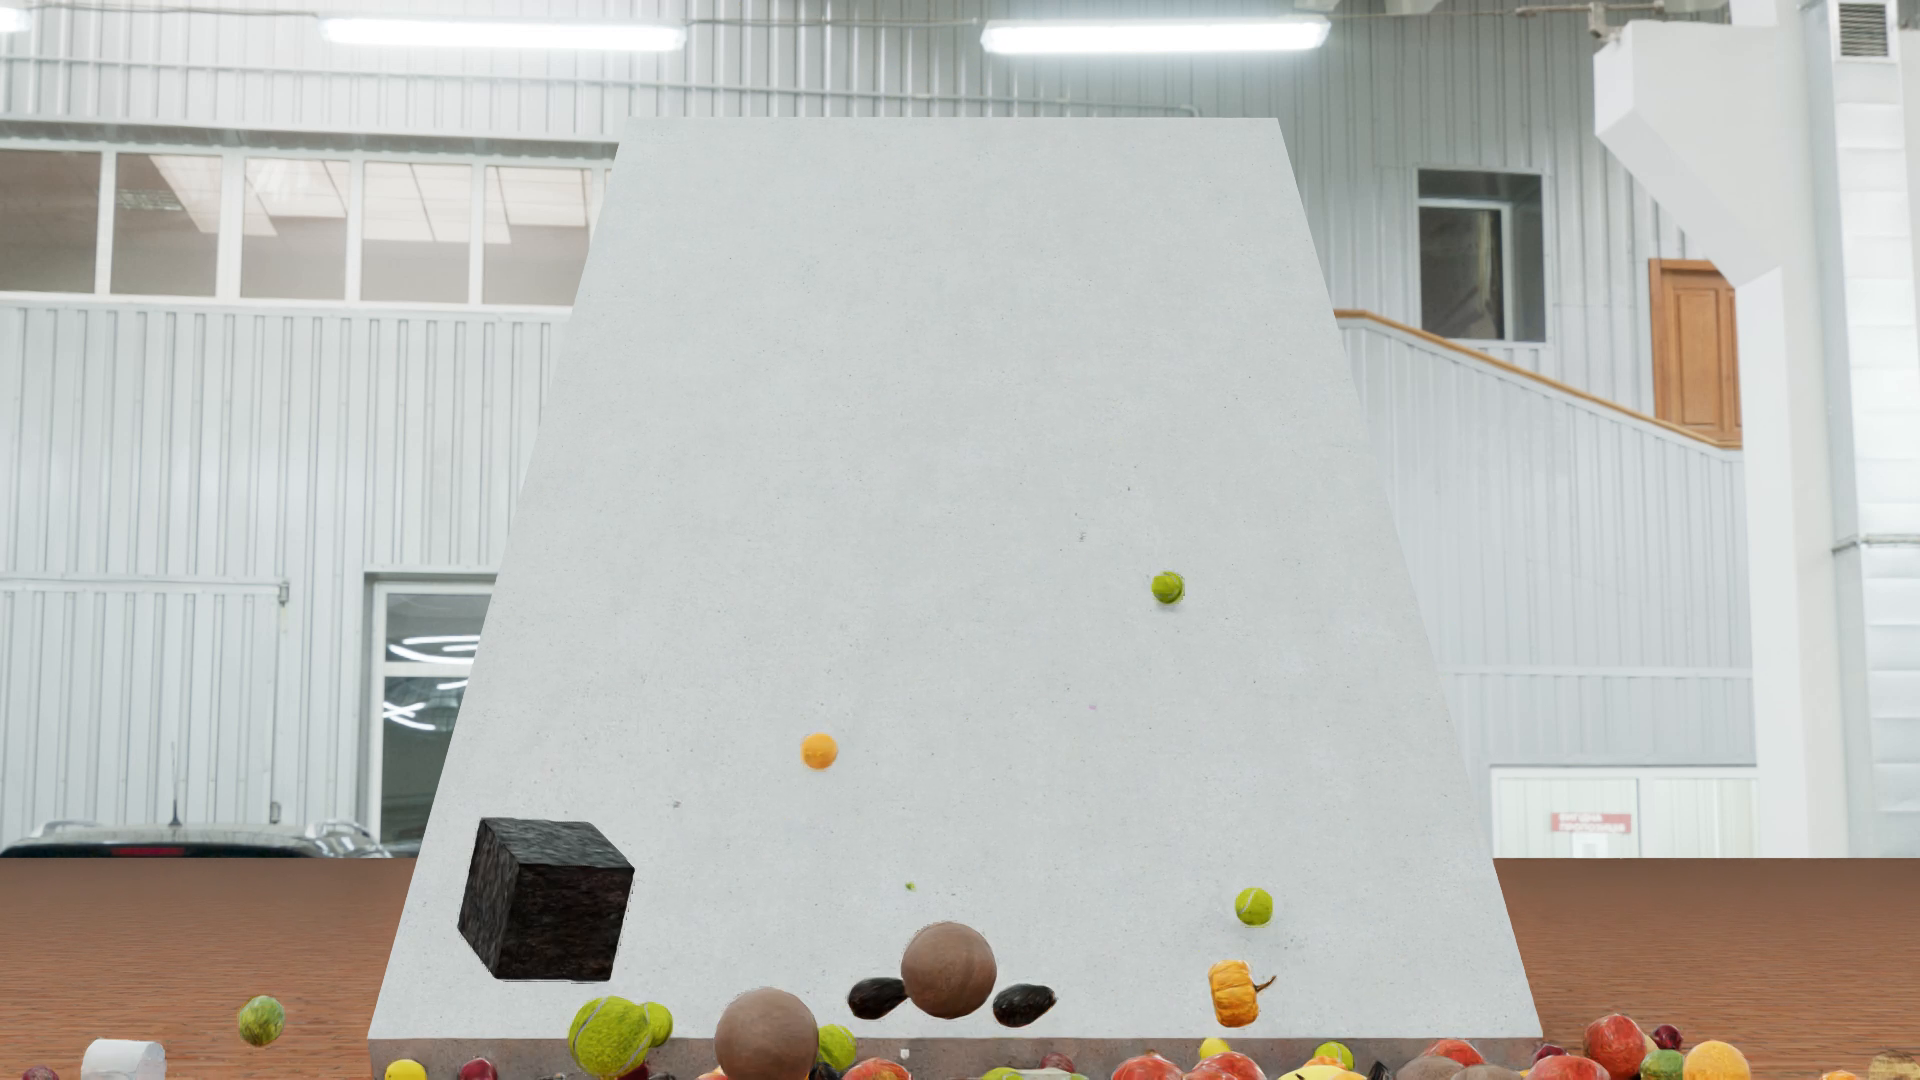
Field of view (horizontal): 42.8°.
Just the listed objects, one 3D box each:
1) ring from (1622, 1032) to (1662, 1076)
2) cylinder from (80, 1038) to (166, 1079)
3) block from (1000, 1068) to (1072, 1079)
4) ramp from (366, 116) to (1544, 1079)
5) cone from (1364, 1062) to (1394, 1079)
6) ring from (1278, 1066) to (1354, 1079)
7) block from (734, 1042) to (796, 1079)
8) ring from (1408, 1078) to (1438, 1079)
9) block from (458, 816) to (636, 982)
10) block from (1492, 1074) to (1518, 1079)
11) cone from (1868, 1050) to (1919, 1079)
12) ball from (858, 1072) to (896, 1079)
[{"bbox_3d":[1.196,0.902,4.299,0.027,0.081,0.081,-22,4,-28],"label":"ring"},{"bbox_3d":[-1.269,0.805,3.721,0.090,0.090,0.090,2,-7,10],"label":"cylinder"},{"bbox_3d":[0.106,0.792,3.456,0.084,0.084,0.084,2,-7,-13],"label":"block"},{"bbox_3d":[-0.015,-0.185,5.881,2.000,0.100,4.000,0,32,0],"label":"ramp"},{"bbox_3d":[0.644,0.870,3.866,0.071,0.071,0.071,-33,-22,23],"label":"cone"},{"bbox_3d":[0.498,0.791,3.477,0.138,0.046,0.138,-6,-40,-5],"label":"ring"},{"bbox_3d":[-0.276,0.753,3.463,0.060,0.060,0.060,14,9,-21],"label":"block"},{"bbox_3d":[0.747,0.882,3.941,0.083,0.028,0.083,1,-6,0],"label":"ring"},{"bbox_3d":[-0.332,0.287,1.960,0.097,0.097,0.097,7,12,-31],"label":"block"},{"bbox_3d":[0.722,0.771,3.322,0.068,0.068,0.068,4,-30,-44],"label":"block"},{"bbox_3d":[1.424,0.838,3.788,0.090,0.090,0.090,1,-17,-8],"label":"cone"},{"bbox_3d":[-0.114,0.781,3.388,0.088,0.088,0.088,0,-7,0],"label":"ball"}]
